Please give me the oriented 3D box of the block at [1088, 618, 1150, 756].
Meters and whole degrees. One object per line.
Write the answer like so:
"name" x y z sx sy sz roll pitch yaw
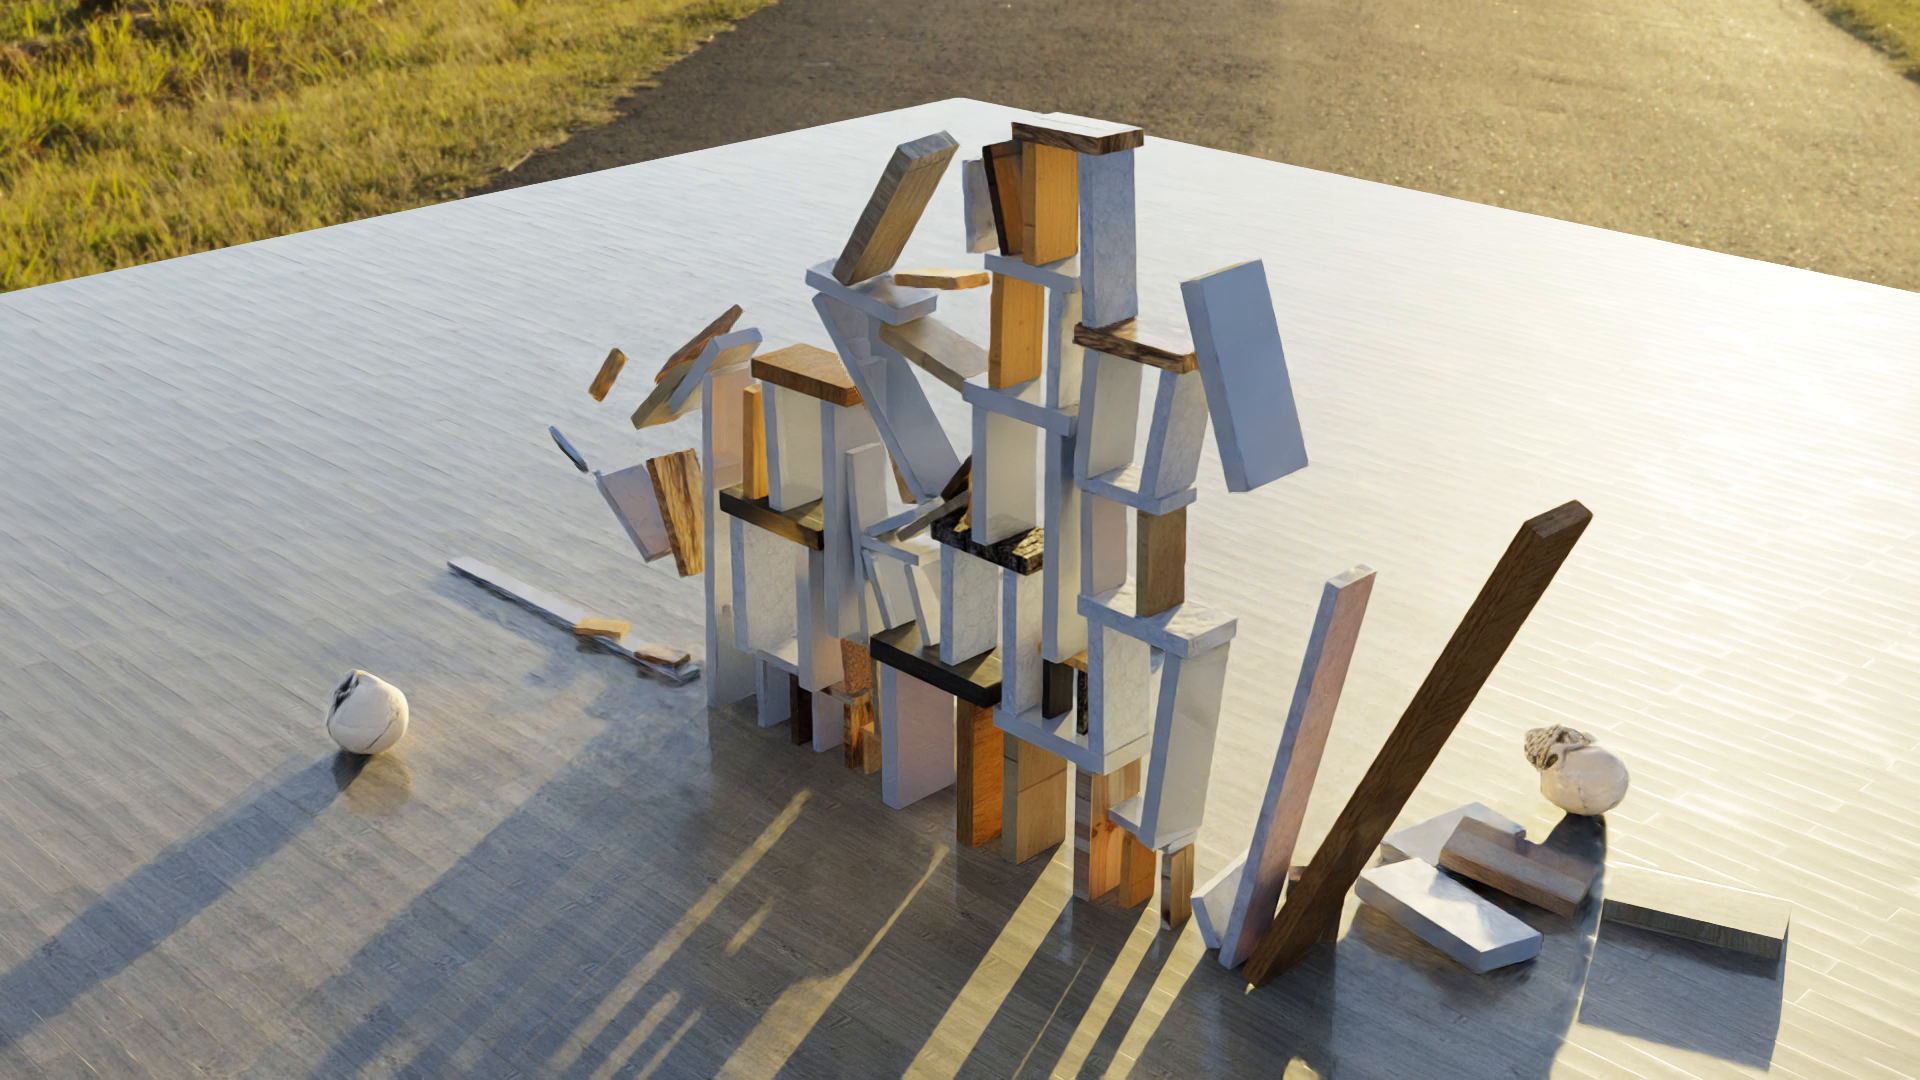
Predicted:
"block" 0.290 0.249 4.014 0.037 0.262 0.131 18 29 41

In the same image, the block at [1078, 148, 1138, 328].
"block" 0.251 -0.514 3.714 0.106 0.297 0.030 -21 27 -39

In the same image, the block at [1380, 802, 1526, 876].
"block" 0.968 0.592 4.315 0.265 0.038 0.133 -15 27 -32

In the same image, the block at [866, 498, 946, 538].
"block" -0.106 -0.043 4.325 0.081 0.023 0.161 -21 0 -40

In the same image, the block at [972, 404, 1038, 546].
"block" 0.082 -0.136 4.068 0.135 0.269 0.038 -21 31 -40

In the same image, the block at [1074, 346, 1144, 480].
"block" 0.260 -0.234 3.833 0.119 0.239 0.034 -21 36 -39

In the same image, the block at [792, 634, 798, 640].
"block" -0.327 0.247 4.945 0.351 0.176 0.050 18 45 35

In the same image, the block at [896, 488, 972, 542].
"block" -0.028 -0.054 4.235 0.070 0.020 0.236 -21 -7 -43

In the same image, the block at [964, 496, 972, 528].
"block" 0.054 -0.092 4.131 0.070 0.140 0.020 -21 48 -40

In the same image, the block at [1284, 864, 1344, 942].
"block" 0.636 0.656 3.962 0.102 0.204 0.029 4 50 6

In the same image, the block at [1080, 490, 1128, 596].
"block" 0.258 -0.007 3.933 0.028 0.197 0.099 18 29 39

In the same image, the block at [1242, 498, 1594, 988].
"block" 0.719 0.366 3.581 0.133 1.119 0.038 -20 55 -38

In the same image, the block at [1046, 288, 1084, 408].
"block" 0.200 -0.347 3.849 0.030 0.213 0.107 22 32 39

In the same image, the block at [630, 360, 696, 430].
"block" -0.612 -0.319 4.751 0.113 0.032 0.226 -18 -16 -43

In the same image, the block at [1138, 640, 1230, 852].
"block" 0.401 0.360 3.938 0.131 0.408 0.037 -19 36 -38

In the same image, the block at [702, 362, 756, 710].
"block" -0.496 -0.001 4.760 0.119 0.783 0.034 -21 34 -41

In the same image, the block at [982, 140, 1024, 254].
"block" 0.093 -0.604 3.861 0.083 0.190 0.024 -19 14 -38

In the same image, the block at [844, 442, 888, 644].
"block" -0.178 0.008 4.423 0.023 0.405 0.081 15 27 43

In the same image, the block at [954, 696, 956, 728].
"block" -0.007 0.309 4.886 0.176 0.050 0.471 -6 16 -14

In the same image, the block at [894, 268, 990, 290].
"block" -0.034 -0.484 4.076 0.083 0.024 0.167 -16 18 -42

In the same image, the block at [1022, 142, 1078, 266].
"block" 0.157 -0.590 3.797 0.106 0.212 0.030 -21 30 -40

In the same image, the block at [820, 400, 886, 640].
"block" -0.211 -0.055 4.436 0.039 0.509 0.138 21 31 40

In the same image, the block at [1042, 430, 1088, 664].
"block" 0.211 -0.004 3.987 0.038 0.449 0.135 21 31 40

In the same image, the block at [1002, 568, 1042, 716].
"block" 0.135 0.174 4.151 0.035 0.294 0.125 21 31 40

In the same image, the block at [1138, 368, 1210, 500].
"block" 0.372 -0.194 3.739 0.034 0.238 0.119 29 35 33

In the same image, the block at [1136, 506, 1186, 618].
"block" 0.352 0.029 3.847 0.099 0.197 0.028 -21 29 -40

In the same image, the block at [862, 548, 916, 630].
"block" -0.137 0.087 4.415 0.083 0.166 0.024 -21 8 -40

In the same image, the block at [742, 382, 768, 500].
"block" -0.393 -0.212 4.558 0.119 0.238 0.034 -21 34 -40

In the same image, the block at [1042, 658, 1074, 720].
"block" 0.185 0.267 4.140 0.066 0.131 0.019 -21 31 -41

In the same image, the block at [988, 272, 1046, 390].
"block" 0.102 -0.386 3.940 0.107 0.213 0.030 -21 33 -40

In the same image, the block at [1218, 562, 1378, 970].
"block" 0.572 0.404 3.770 0.102 0.825 0.029 -21 43 -41

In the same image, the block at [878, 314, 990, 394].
"block" -0.031 -0.351 4.117 0.117 0.033 0.234 -19 42 -41

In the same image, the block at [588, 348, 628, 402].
"block" -0.799 -0.374 4.987 0.017 0.119 0.059 27 -7 15

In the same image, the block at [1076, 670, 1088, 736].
"block" 0.246 0.291 4.083 0.019 0.131 0.066 21 31 41

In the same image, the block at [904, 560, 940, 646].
"block" -0.054 0.117 4.338 0.083 0.167 0.024 -21 12 -40

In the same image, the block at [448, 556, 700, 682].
"block" -0.949 0.180 5.315 0.932 0.016 0.058 21 31 40

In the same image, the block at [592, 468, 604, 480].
"block" -0.792 -0.103 5.011 0.017 0.059 0.119 -34 61 -5

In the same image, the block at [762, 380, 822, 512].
"block" -0.333 -0.210 4.504 0.039 0.275 0.138 18 29 42

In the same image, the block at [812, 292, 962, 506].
"block" -0.133 -0.286 4.239 0.117 0.453 0.033 -23 -7 -41

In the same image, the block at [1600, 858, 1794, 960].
"block" 1.371 0.684 4.091 0.317 0.045 0.158 11 25 24

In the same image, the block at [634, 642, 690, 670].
"block" -0.686 0.266 5.070 0.115 0.016 0.058 13 26 27

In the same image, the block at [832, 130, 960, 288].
"block" -0.122 -0.615 4.095 0.040 0.318 0.142 45 42 15

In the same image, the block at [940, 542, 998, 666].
"block" 0.018 0.106 4.253 0.035 0.250 0.125 22 31 40

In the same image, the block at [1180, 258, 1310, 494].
"block" 0.470 -0.271 3.625 0.158 0.356 0.045 -22 12 -39

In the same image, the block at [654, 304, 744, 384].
"block" -0.562 -0.415 4.711 0.302 0.023 0.080 -28 25 51

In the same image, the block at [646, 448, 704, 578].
"block" -0.600 -0.059 4.846 0.113 0.269 0.032 -18 2 -42
